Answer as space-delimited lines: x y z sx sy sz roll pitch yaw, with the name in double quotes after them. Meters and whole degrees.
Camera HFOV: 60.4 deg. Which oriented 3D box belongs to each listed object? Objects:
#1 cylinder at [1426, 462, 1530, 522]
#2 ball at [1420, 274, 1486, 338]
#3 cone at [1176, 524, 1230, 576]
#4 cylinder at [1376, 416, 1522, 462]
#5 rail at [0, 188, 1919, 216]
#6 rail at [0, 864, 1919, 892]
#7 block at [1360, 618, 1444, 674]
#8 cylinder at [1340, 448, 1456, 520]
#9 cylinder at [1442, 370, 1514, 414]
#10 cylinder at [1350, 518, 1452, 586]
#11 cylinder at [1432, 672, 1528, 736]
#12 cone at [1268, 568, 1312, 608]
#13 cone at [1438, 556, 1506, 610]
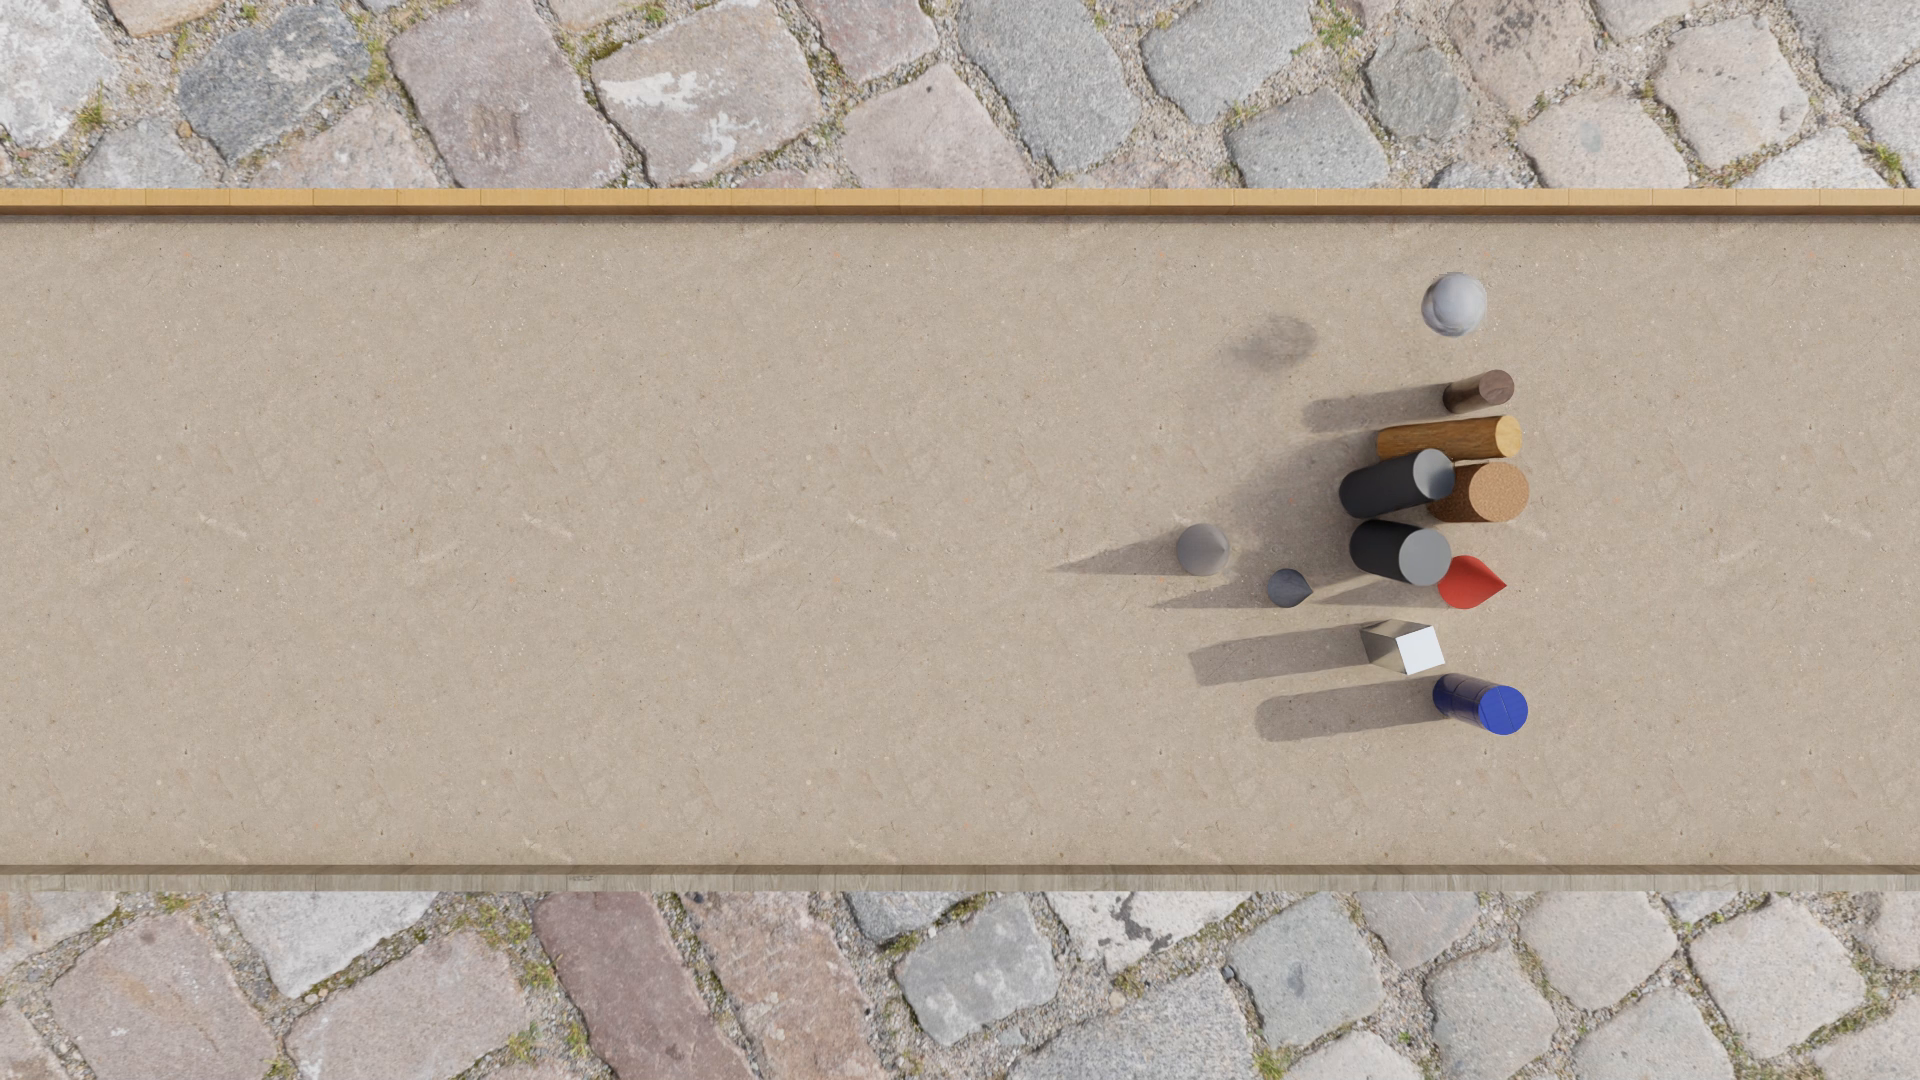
1.514 -0.137 4.856 0.171 0.440 0.171 0 90 0 "cylinder"
1.408 -0.668 4.709 0.179 0.179 0.179 0 90 0 "ball"
0.749 0.030 4.867 0.164 0.419 0.164 0 90 0 "cone"
1.439 -0.291 4.870 0.121 0.424 0.121 1 88 -36 "cylinder"
-2.247 -1.025 5.002 12.000 0.150 0.050 0 90 0 "rail"
-2.247 1.025 5.001 12.000 0.150 0.050 0 90 0 "rail"
1.296 0.311 4.860 0.110 0.432 0.110 -18 90 0 "block"
1.291 -0.163 4.888 0.150 0.347 0.150 4 80 -23 "cylinder"
1.536 -0.437 4.899 0.102 0.355 0.102 0 90 0 "cylinder"
1.306 0.034 4.906 0.168 0.310 0.168 -1 96 -13 "cylinder"
1.524 0.478 4.851 0.139 0.451 0.139 0 90 0 "cylinder"
1.007 0.148 4.887 0.122 0.378 0.122 0 90 0 "cone"
1.553 0.130 4.877 0.166 0.399 0.166 0 90 0 "cone"
